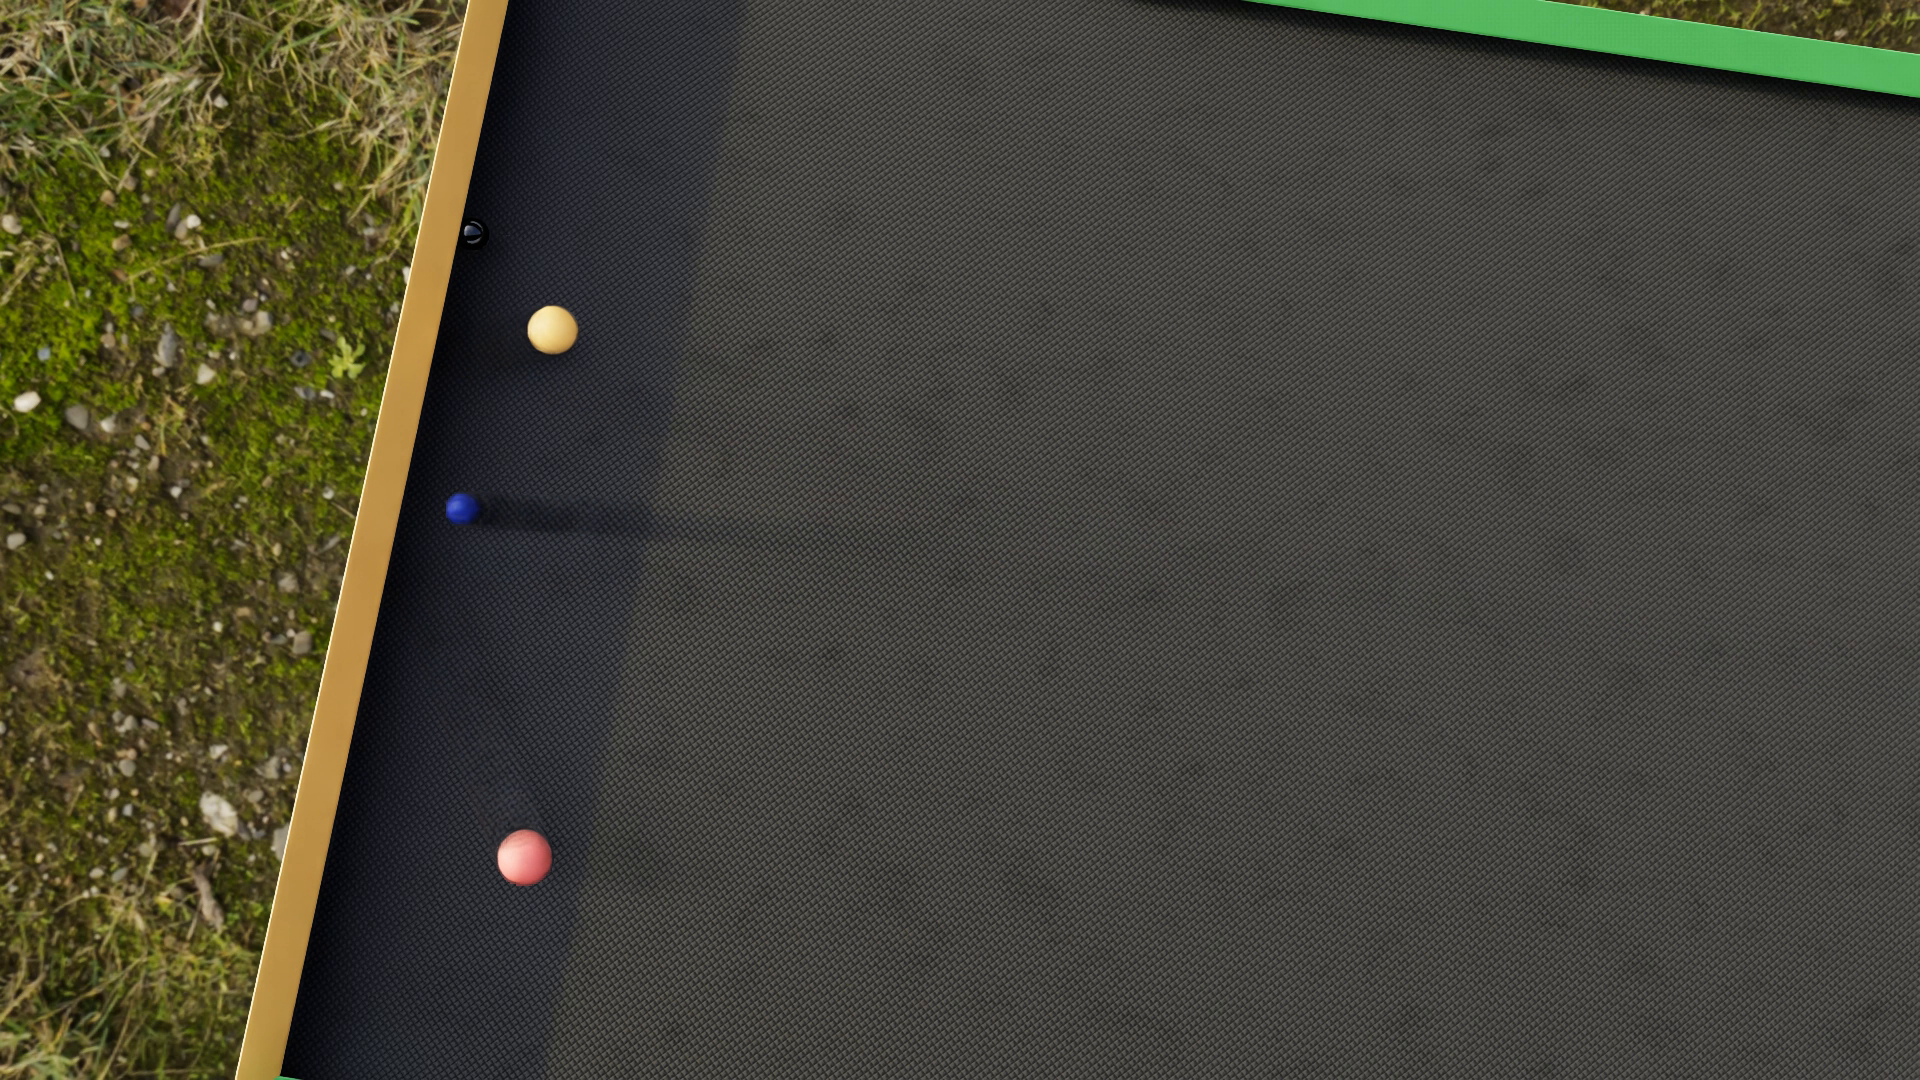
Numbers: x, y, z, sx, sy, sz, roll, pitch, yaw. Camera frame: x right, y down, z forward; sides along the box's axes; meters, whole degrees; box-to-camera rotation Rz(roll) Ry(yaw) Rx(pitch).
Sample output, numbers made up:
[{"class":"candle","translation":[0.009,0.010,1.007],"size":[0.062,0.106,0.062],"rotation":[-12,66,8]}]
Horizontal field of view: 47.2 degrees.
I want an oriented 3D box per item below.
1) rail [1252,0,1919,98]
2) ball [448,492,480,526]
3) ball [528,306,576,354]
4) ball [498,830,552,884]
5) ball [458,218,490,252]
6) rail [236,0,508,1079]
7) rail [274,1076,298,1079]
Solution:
[{"class":"rail","translation":[1.017,-0.786,3.450],"size":[3.529,0.102,0.045],"rotation":[9,78,2]},{"class":"ball","translation":[-0.750,-0.047,3.323],"size":[0.049,0.049,0.049],"rotation":[0,78,0]},{"class":"ball","translation":[-0.625,-0.321,3.368],"size":[0.074,0.074,0.074],"rotation":[0,78,0]},{"class":"ball","translation":[-0.634,0.461,3.203],"size":[0.078,0.078,0.078],"rotation":[0,78,0]},{"class":"ball","translation":[-0.756,-0.474,3.411],"size":[0.052,0.052,0.052],"rotation":[0,78,0]},{"class":"rail","translation":[-0.848,-0.134,3.314],"size":[0.045,0.102,1.938],"rotation":[9,78,2]},{"class":"rail","translation":[0.726,1.043,3.069],"size":[3.529,0.102,0.045],"rotation":[9,78,2]}]
